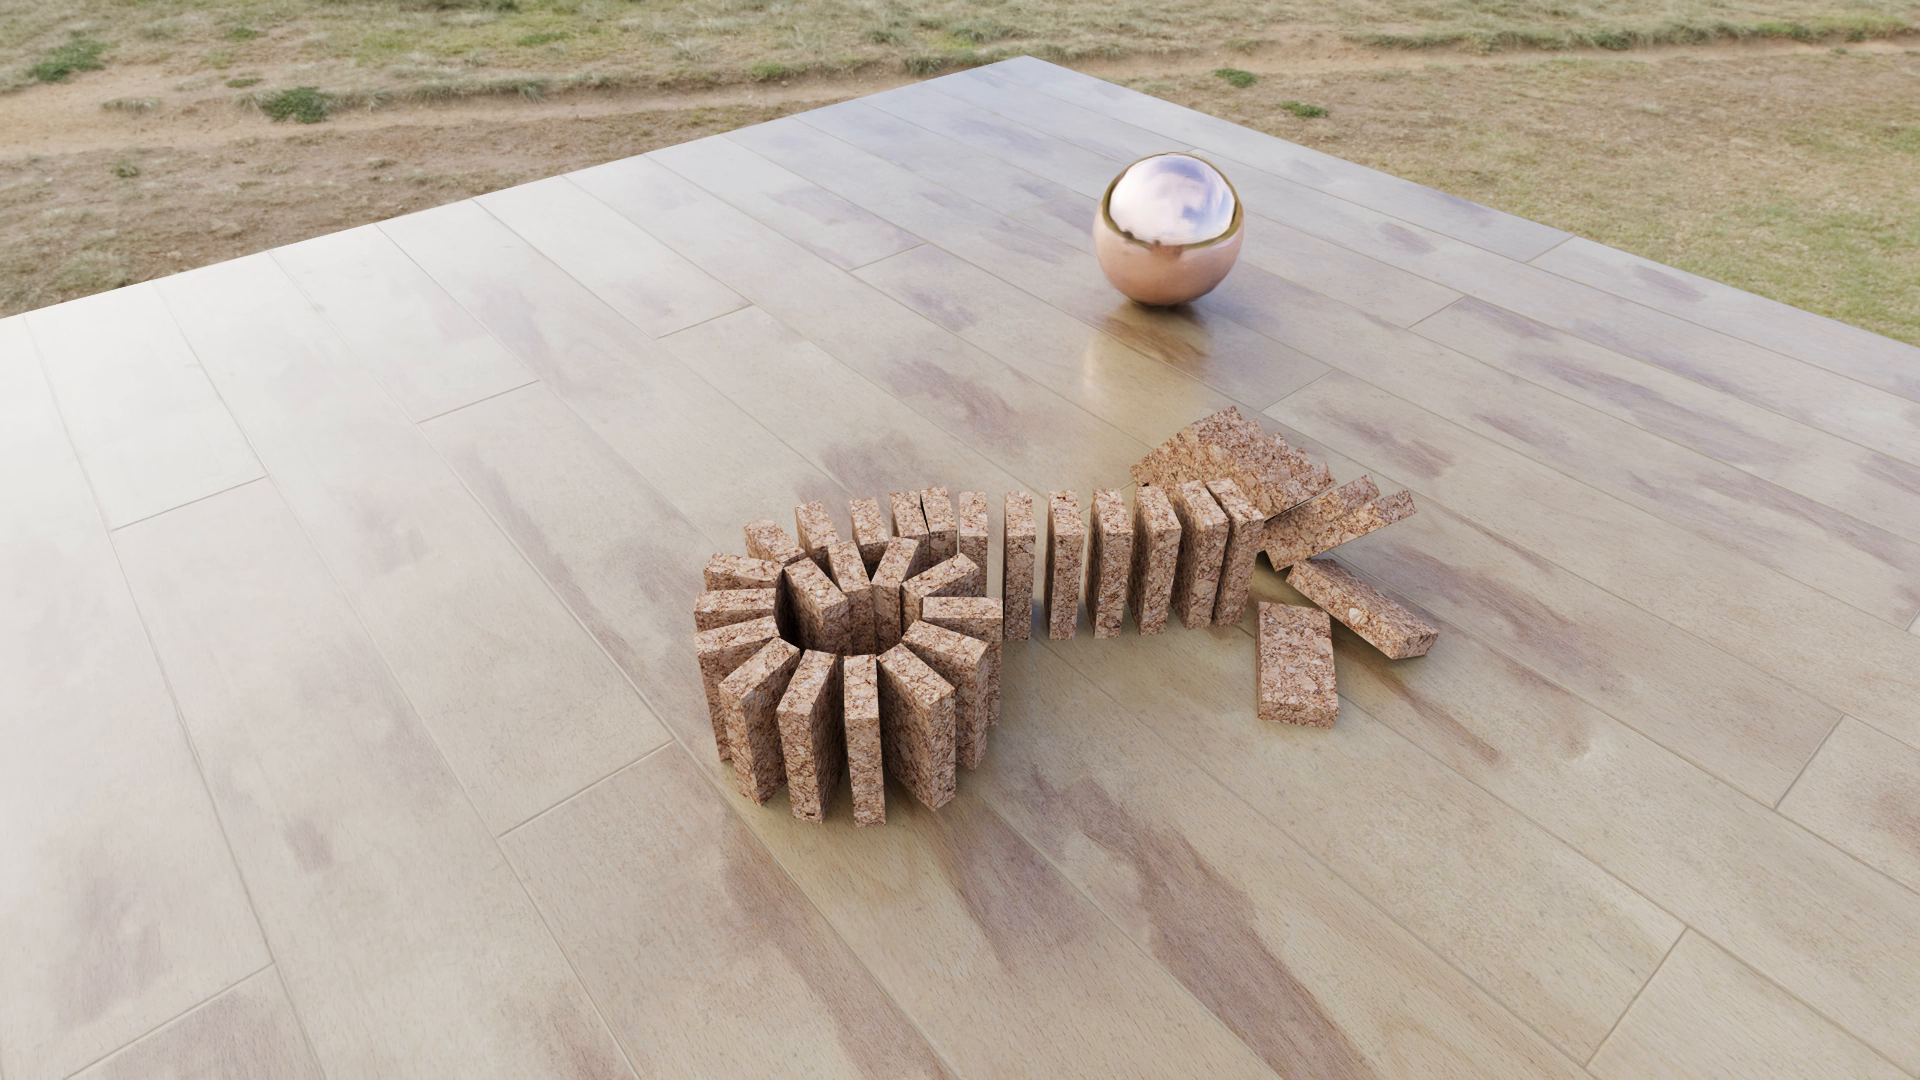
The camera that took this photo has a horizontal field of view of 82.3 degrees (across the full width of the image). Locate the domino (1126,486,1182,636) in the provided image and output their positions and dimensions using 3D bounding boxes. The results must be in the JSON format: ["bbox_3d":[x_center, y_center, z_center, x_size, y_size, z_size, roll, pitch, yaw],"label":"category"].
[{"bbox_3d":[0.070,0.008,0.402,0.010,0.050,0.025,-5,40,-6],"label":"domino"}]

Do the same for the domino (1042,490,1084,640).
[{"bbox_3d":[0.037,0.010,0.400,0.010,0.050,0.025,-1,39,-2],"label":"domino"}]

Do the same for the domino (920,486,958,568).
[{"bbox_3d":[-0.008,0.008,0.401,0.009,0.050,0.025,-6,40,-7],"label":"domino"}]

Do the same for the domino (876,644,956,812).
[{"bbox_3d":[-0.013,0.059,0.340,0.009,0.050,0.025,-29,48,-31],"label":"domino"}]

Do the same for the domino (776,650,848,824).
[{"bbox_3d":[-0.045,0.061,0.337,0.009,0.050,0.025,9,40,10],"label":"domino"}]

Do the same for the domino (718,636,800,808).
[{"bbox_3d":[-0.060,0.057,0.342,0.009,0.050,0.025,24,45,27],"label":"domino"}]

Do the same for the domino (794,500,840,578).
[{"bbox_3d":[-0.049,0.014,0.395,0.010,0.050,0.025,-14,41,-16],"label":"domino"}]

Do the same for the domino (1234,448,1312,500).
[{"bbox_3d":[0.115,-0.020,0.439,0.025,0.050,0.009,-23,82,-25],"label":"domino"}]

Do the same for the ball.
[{"bbox_3d":[0.111,-0.166,0.590,0.080,0.080,0.080,0,39,0],"label":"ball"}]

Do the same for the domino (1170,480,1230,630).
[{"bbox_3d":[0.086,0.006,0.404,0.009,0.050,0.025,-10,40,-12],"label":"domino"}]

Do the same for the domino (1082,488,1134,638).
[{"bbox_3d":[0.053,0.009,0.401,0.010,0.050,0.025,-3,39,-4],"label":"domino"}]

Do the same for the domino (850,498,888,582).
[{"bbox_3d":[-0.032,0.013,0.396,0.009,0.050,0.025,-9,40,-11],"label":"domino"}]

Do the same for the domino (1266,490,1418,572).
[{"bbox_3d":[0.144,-0.003,0.416,0.025,0.050,0.009,-16,79,-40],"label":"domino"}]

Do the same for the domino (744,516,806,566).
[{"bbox_3d":[-0.063,0.019,0.389,0.009,0.050,0.025,-26,46,-29],"label":"domino"}]

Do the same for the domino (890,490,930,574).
[{"bbox_3d":[-0.018,0.010,0.399,0.009,0.050,0.025,-8,40,-9],"label":"domino"}]

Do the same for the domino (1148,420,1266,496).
[{"bbox_3d":[0.102,-0.033,0.455,0.025,0.050,0.009,-23,82,-25],"label":"domino"}]

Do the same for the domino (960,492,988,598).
[{"bbox_3d":[0.005,0.010,0.399,0.010,0.050,0.025,0,39,0],"label":"domino"}]

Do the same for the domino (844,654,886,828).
[{"bbox_3d":[-0.029,0.062,0.336,0.010,0.050,0.025,-3,39,-4],"label":"domino"}]

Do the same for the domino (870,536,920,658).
[{"bbox_3d":[-0.021,0.026,0.379,0.009,0.050,0.025,9,40,11],"label":"domino"}]

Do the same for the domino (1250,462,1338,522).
[{"bbox_3d":[0.121,-0.013,0.432,0.025,0.050,0.009,-23,82,-25],"label":"domino"}]

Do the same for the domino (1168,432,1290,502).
[{"bbox_3d":[0.108,-0.026,0.447,0.025,0.050,0.009,-23,82,-26],"label":"domino"}]

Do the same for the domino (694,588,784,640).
[{"bbox_3d":[-0.071,0.038,0.365,0.025,0.050,0.009,-2,39,-3],"label":"domino"}]

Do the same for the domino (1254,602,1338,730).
[{"bbox_3d":[0.119,0.044,0.390,0.025,0.010,0.050,7,40,8],"label":"domino"}]

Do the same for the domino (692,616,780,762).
[{"bbox_3d":[-0.069,0.048,0.353,0.025,0.050,0.009,-13,41,-15],"label":"domino"}]

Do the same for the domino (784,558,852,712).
[{"bbox_3d":[-0.047,0.033,0.371,0.009,0.050,0.025,-24,45,-27],"label":"domino"}]

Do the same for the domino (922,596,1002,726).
[{"bbox_3d":[0.001,0.041,0.362,0.025,0.050,0.009,1,39,1],"label":"domino"}]

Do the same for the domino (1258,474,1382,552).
[{"bbox_3d":[0.133,-0.009,0.424,0.025,0.050,0.010,-21,83,-38],"label":"domino"}]

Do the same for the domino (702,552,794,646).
[{"bbox_3d":[-0.071,0.028,0.377,0.025,0.050,0.009,9,40,11],"label":"domino"}]

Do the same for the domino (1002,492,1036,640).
[{"bbox_3d":[0.021,0.010,0.399,0.010,0.050,0.025,0,39,-1],"label":"domino"}]

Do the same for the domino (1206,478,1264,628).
[{"bbox_3d":[0.097,0.005,0.405,0.009,0.050,0.025,-12,41,-14],"label":"domino"}]

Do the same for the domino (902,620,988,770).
[{"bbox_3d":[-0.005,0.050,0.350,0.025,0.050,0.009,16,42,19],"label":"domino"}]

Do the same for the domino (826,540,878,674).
[{"bbox_3d":[-0.037,0.028,0.378,0.009,0.050,0.025,-11,41,-13],"label":"domino"}]

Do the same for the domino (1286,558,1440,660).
[{"bbox_3d":[0.148,0.025,0.406,0.025,0.010,0.050,0,32,-41],"label":"domino"}]

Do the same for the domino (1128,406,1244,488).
[{"bbox_3d":[0.095,-0.039,0.462,0.025,0.050,0.009,-23,82,-26],"label":"domino"}]

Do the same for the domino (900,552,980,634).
[{"bbox_3d":[-0.006,0.031,0.374,0.025,0.050,0.010,-27,46,-29],"label":"domino"}]
